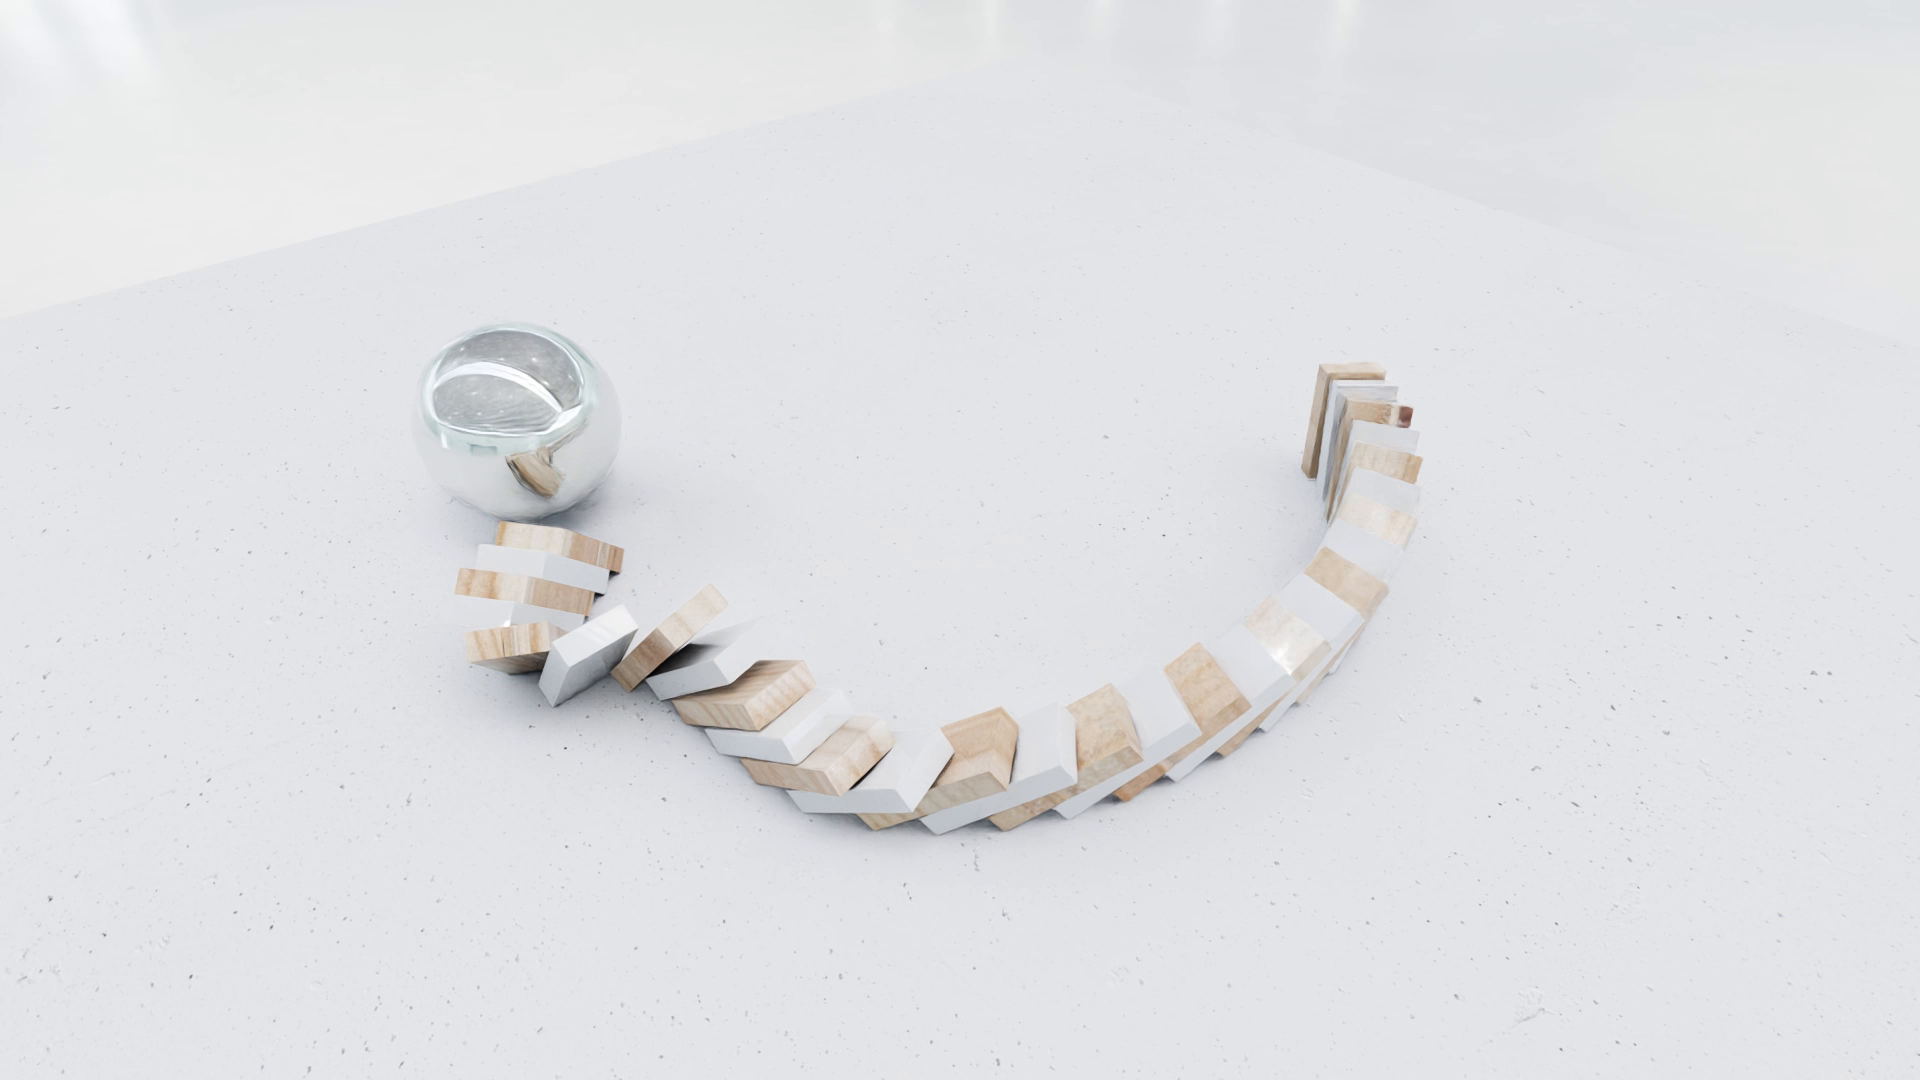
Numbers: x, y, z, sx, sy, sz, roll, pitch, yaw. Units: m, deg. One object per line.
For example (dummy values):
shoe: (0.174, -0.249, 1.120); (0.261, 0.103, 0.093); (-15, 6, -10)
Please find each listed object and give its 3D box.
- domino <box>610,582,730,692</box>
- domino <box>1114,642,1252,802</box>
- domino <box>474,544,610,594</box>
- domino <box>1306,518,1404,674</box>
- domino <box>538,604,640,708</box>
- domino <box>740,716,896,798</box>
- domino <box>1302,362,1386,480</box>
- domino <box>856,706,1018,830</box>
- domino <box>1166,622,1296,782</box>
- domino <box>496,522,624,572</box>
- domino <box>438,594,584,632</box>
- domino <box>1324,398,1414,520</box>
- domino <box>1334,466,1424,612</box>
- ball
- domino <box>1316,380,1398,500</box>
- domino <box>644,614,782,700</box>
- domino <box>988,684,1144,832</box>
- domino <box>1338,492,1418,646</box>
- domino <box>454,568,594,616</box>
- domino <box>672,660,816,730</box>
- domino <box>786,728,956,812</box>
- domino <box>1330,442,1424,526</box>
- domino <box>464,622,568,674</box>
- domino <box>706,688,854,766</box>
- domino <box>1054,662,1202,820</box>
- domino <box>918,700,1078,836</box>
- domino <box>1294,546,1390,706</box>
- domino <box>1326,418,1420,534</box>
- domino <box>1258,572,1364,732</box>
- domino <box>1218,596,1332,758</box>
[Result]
domino: (-0.099, 0.034, 0.374); (0.009, 0.050, 0.025); (49, 49, -5)
domino: (0.065, 0.058, 0.352); (0.050, 0.010, 0.025); (-39, 44, 7)
domino: (-0.152, 0.011, 0.403); (0.025, 0.050, 0.010); (6, 82, 8)
domino: (0.135, 0.020, 0.395); (0.025, 0.010, 0.050); (31, 89, 32)
domino: (-0.124, 0.039, 0.367); (0.025, 0.050, 0.010); (-33, 84, -33)
domino: (-0.045, 0.066, 0.342); (0.050, 0.009, 0.025); (-7, 26, 50)
domino: (0.164, -0.051, 0.473); (0.025, 0.050, 0.010); (-2, 32, -3)
domino: (-0.007, 0.070, 0.337); (0.050, 0.009, 0.025); (-24, 30, 28)
domino: (0.081, 0.053, 0.358); (0.050, 0.010, 0.025); (-41, 45, 5)
domino: (-0.149, 0.003, 0.413); (0.025, 0.050, 0.009); (6, 82, 8)
domino: (-0.155, 0.027, 0.383); (0.025, 0.050, 0.009); (6, 82, 8)
domino: (0.167, -0.032, 0.450); (0.025, 0.050, 0.009); (8, 17, 10)
domino: (0.153, 0.000, 0.416); (0.025, 0.050, 0.009); (22, 2, 25)
ball: (-0.179, -0.048, 0.447); (0.080, 0.080, 0.080); (0, 39, 0)
domino: (0.166, -0.042, 0.462); (0.025, 0.050, 0.009); (0, 23, 0)
domino: (-0.084, 0.040, 0.371); (0.050, 0.010, 0.025); (-18, 19, 48)
domino: (0.030, 0.067, 0.340); (0.050, 0.010, 0.025); (-31, 37, 16)
domino: (0.145, 0.010, 0.405); (0.025, 0.010, 0.050); (27, 91, 29)
domino: (-0.154, 0.019, 0.393); (0.025, 0.050, 0.010); (6, 82, 8)
domino: (-0.072, 0.050, 0.362); (0.025, 0.009, 0.050); (-37, 19, -36)
domino: (-0.028, 0.071, 0.336); (0.050, 0.010, 0.025); (-13, 27, 43)
domino: (0.160, -0.011, 0.428); (0.025, 0.050, 0.010); (17, 6, 20)
domino: (-0.146, 0.037, 0.371); (0.025, 0.050, 0.010); (-8, 80, -9)
domino: (-0.058, 0.058, 0.351); (0.025, 0.010, 0.050); (-39, 20, -35)
domino: (0.048, 0.063, 0.346); (0.050, 0.010, 0.025); (-35, 41, 10)
domino: (0.011, 0.070, 0.337); (0.050, 0.009, 0.025); (-26, 33, 23)
domino: (0.123, 0.030, 0.384); (0.025, 0.009, 0.050); (38, 91, 37)
domino: (0.164, -0.021, 0.439); (0.025, 0.050, 0.010); (13, 11, 15)
domino: (0.110, 0.038, 0.375); (0.050, 0.009, 0.025); (-49, 51, 1)
domino: (0.096, 0.045, 0.367); (0.050, 0.010, 0.025); (-46, 49, 2)
